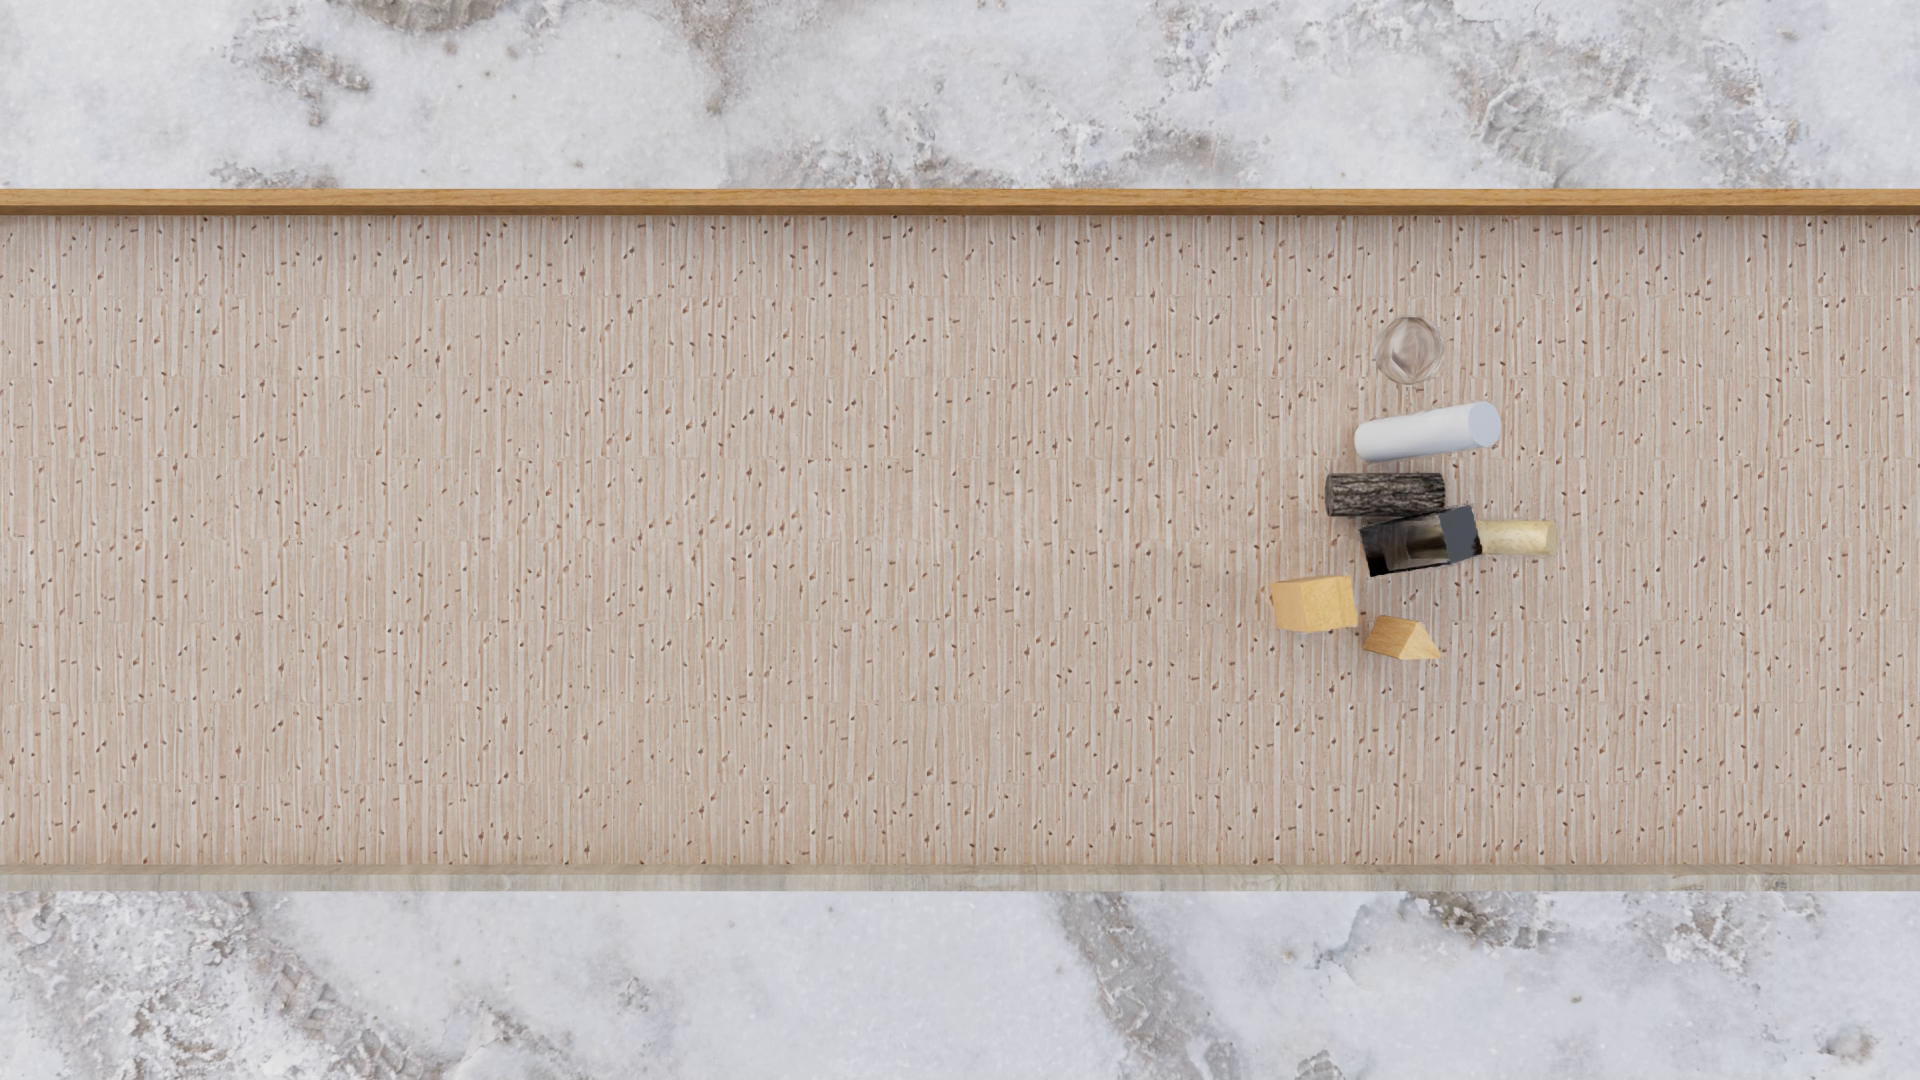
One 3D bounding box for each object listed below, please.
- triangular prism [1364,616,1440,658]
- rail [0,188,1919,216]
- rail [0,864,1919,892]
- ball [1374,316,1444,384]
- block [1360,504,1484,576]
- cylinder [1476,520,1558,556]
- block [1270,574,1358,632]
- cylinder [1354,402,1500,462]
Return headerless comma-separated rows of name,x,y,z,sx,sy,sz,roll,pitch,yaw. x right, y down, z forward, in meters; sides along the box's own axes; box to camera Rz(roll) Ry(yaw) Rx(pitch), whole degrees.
triangular prism,1.298,0.282,4.867,0.119,0.418,0.103,-1,90,0
rail,-2.247,-1.025,5.002,12.000,0.150,0.050,0,90,0
rail,-2.247,1.025,5.001,12.000,0.150,0.050,0,90,0
ball,1.336,-0.565,4.906,0.203,0.203,0.203,0,90,0
block,1.369,0.004,4.906,0.147,0.311,0.147,-14,90,-33
cylinder,1.578,-0.007,4.922,0.375,0.103,0.103,1,90,37
block,1.035,0.185,4.847,0.142,0.455,0.142,-9,88,0
cylinder,1.366,-0.314,4.847,0.129,0.455,0.129,2,85,-30
